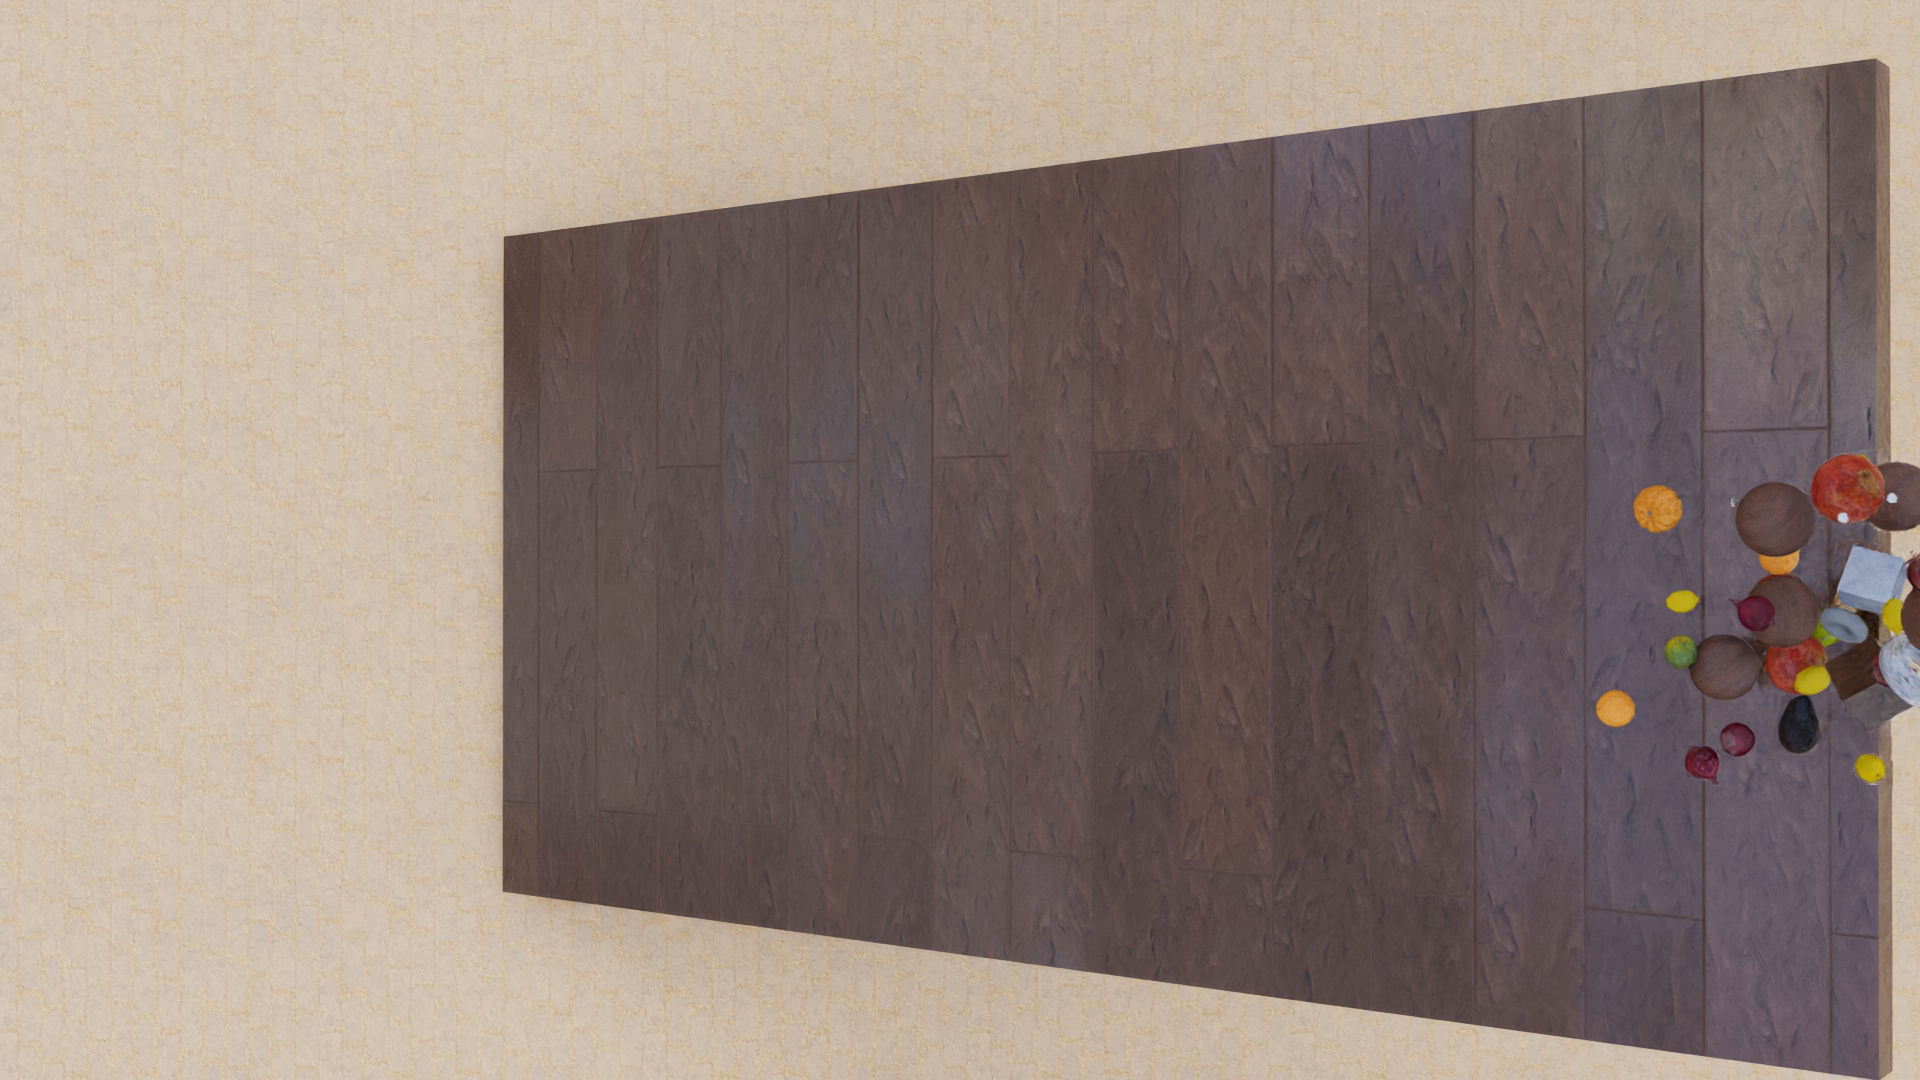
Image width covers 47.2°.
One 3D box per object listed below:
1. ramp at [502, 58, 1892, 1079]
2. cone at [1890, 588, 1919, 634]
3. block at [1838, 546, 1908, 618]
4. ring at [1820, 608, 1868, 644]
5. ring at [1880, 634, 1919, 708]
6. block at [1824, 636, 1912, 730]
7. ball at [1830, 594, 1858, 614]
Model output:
[{"bbox_3d":[0.230,0.065,5.549,4.000,0.100,2.000,0,89,37],"label":"ramp"},{"bbox_3d":[1.679,0.107,3.831,0.091,0.091,0.091,19,79,0],"label":"cone"},{"bbox_3d":[1.727,0.079,4.159,0.093,0.093,0.093,18,81,32],"label":"block"},{"bbox_3d":[1.381,0.133,3.435,0.077,0.077,0.026,36,76,0],"label":"ring"},{"bbox_3d":[1.555,0.212,3.565,0.137,0.046,0.137,10,54,-14],"label":"ring"},{"bbox_3d":[1.548,0.244,3.736,0.093,0.093,0.093,-35,122,24],"label":"block"},{"bbox_3d":[1.736,0.127,4.316,0.051,0.051,0.051,0,90,0],"label":"ball"}]
